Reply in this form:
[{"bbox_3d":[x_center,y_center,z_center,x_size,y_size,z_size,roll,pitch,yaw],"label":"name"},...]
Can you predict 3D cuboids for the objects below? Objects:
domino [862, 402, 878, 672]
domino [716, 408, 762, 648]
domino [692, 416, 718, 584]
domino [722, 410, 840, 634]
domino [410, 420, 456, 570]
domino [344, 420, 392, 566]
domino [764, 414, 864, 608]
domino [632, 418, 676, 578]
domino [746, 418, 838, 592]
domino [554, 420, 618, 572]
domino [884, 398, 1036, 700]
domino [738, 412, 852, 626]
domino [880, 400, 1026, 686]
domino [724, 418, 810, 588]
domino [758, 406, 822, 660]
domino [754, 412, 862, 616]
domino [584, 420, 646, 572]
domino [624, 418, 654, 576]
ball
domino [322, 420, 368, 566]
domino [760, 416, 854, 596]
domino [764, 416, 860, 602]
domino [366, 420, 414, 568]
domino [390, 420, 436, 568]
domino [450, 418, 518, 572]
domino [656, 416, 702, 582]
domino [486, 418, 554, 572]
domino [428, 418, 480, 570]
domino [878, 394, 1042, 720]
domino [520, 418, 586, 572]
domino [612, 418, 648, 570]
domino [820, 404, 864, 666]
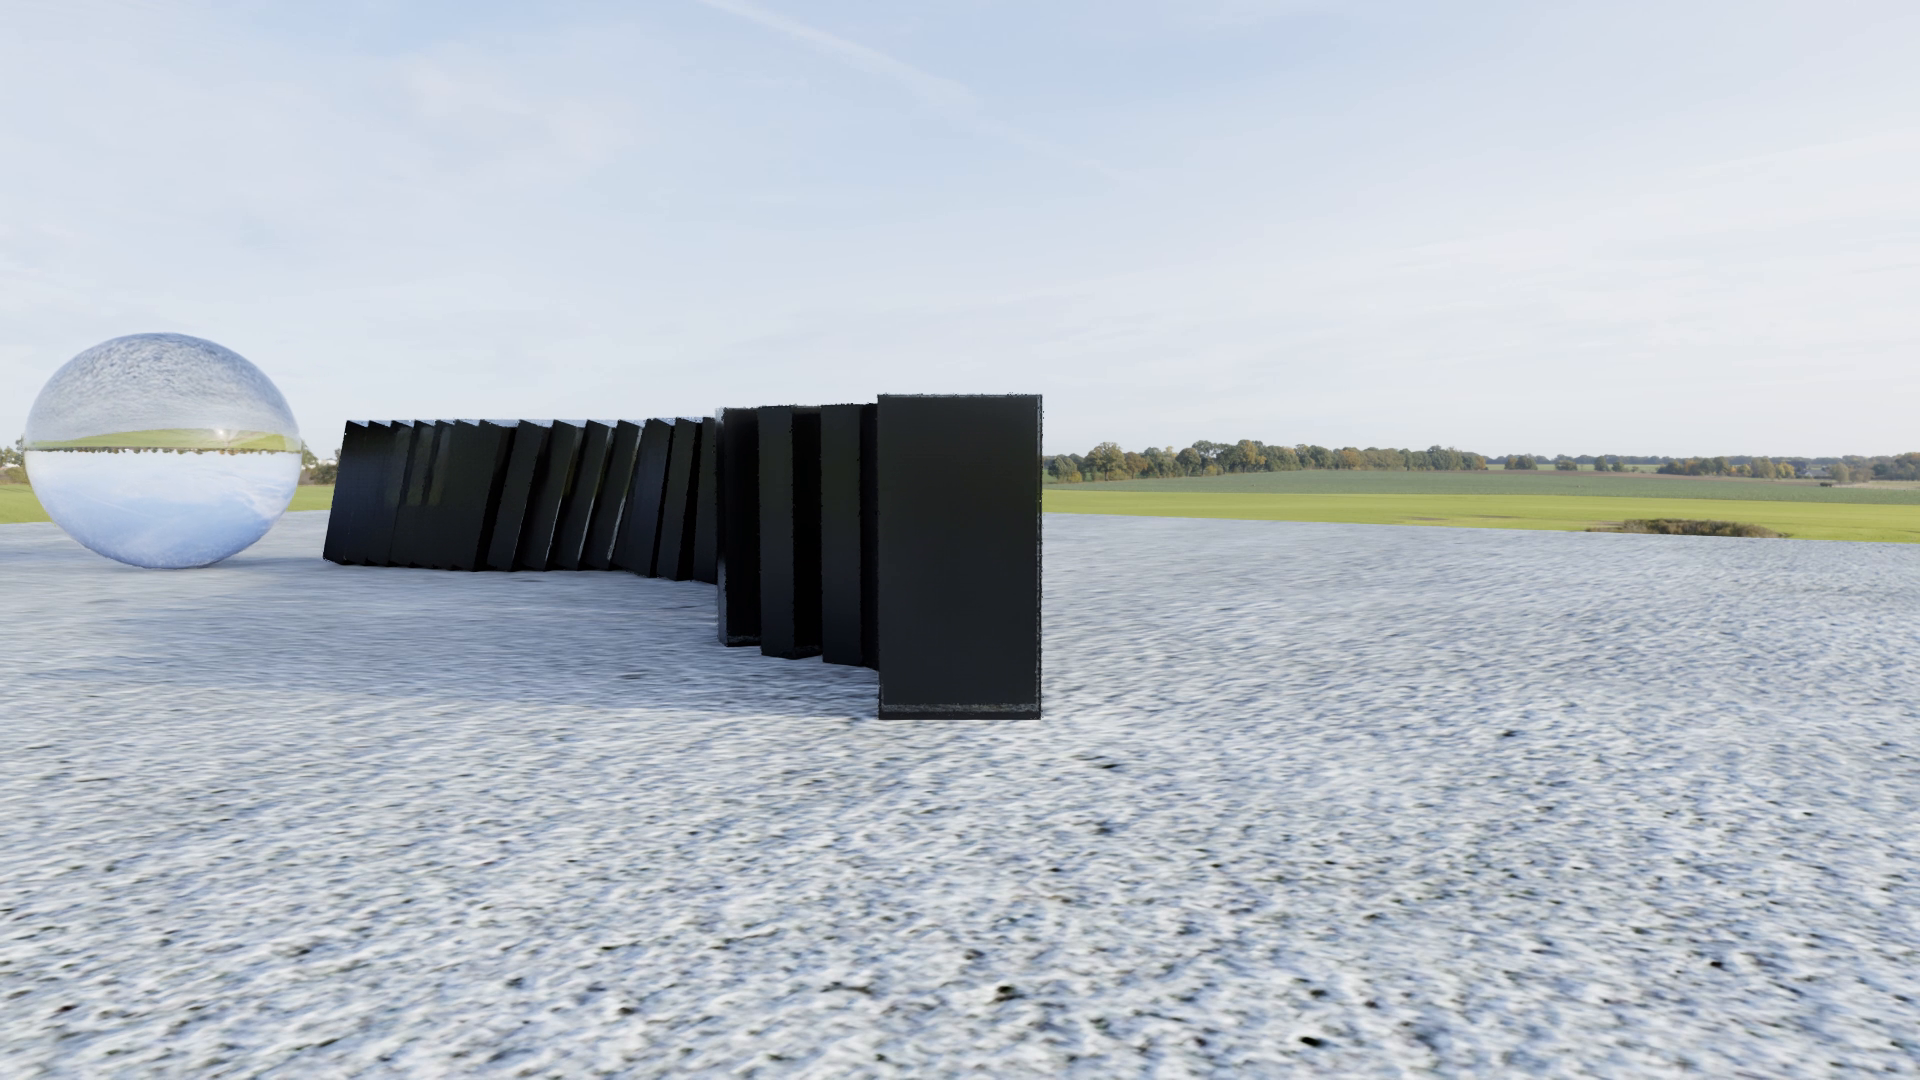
[{"bbox_3d":[-0.005,-0.001,0.246,0.025,0.050,0.010,-2,5,-28],"label":"domino"},{"bbox_3d":[-0.039,-0.003,0.275,0.025,0.050,0.009,-2,5,-21],"label":"domino"},{"bbox_3d":[-0.069,-0.013,0.398,0.009,0.050,0.025,10,9,33],"label":"domino"},{"bbox_3d":[-0.040,-0.004,0.290,0.025,0.050,0.010,0,4,1],"label":"domino"},{"bbox_3d":[-0.173,-0.016,0.444,0.009,0.050,0.025,18,10,18],"label":"domino"},{"bbox_3d":[-0.201,-0.017,0.455,0.009,0.050,0.025,18,10,18],"label":"domino"},{"bbox_3d":[-0.038,-0.008,0.336,0.025,0.050,0.009,-1,4,-7],"label":"domino"},{"bbox_3d":[-0.089,-0.014,0.413,0.010,0.050,0.025,23,18,38],"label":"domino"},{"bbox_3d":[-0.049,-0.011,0.379,0.025,0.050,0.009,-2,5,-29],"label":"domino"},{"bbox_3d":[-0.122,-0.016,0.438,0.010,0.050,0.025,18,8,13],"label":"domino"},{"bbox_3d":[0.000,0.001,0.216,0.025,0.050,0.009,0,4,-2],"label":"domino"},{"bbox_3d":[-0.039,-0.005,0.305,0.025,0.050,0.009,0,4,6],"label":"domino"},{"bbox_3d":[-0.001,0.000,0.231,0.025,0.050,0.009,-1,4,-8],"label":"domino"},{"bbox_3d":[-0.059,-0.012,0.390,0.009,0.050,0.025,6,7,40],"label":"domino"},{"bbox_3d":[-0.029,-0.002,0.264,0.009,0.050,0.025,3,5,38],"label":"domino"},{"bbox_3d":[-0.038,-0.006,0.320,0.025,0.050,0.009,0,4,4],"label":"domino"},{"bbox_3d":[-0.112,-0.016,0.438,0.009,0.050,0.025,18,8,13],"label":"domino"},{"bbox_3d":[-0.094,-0.015,0.423,0.010,0.050,0.025,22,16,33],"label":"domino"},{"bbox_3d":[-0.267,-0.030,0.433,0.080,0.080,0.080,0,4,0],"label":"ball"},{"bbox_3d":[-0.210,-0.017,0.458,0.009,0.050,0.025,18,10,18],"label":"domino"},{"bbox_3d":[-0.044,-0.010,0.365,0.025,0.050,0.010,-1,4,-17],"label":"domino"},{"bbox_3d":[-0.040,-0.009,0.351,0.025,0.050,0.010,-1,4,-10],"label":"domino"},{"bbox_3d":[-0.191,-0.017,0.451,0.010,0.050,0.025,18,10,18],"label":"domino"},{"bbox_3d":[-0.182,-0.016,0.448,0.010,0.050,0.025,18,10,18],"label":"domino"},{"bbox_3d":[-0.155,-0.015,0.434,0.010,0.050,0.025,18,10,18],"label":"domino"},{"bbox_3d":[-0.080,-0.013,0.404,0.009,0.050,0.025,18,14,35],"label":"domino"},{"bbox_3d":[-0.144,-0.015,0.435,0.010,0.050,0.025,18,8,13],"label":"domino"},{"bbox_3d":[-0.164,-0.016,0.439,0.009,0.050,0.025,18,10,18],"label":"domino"},{"bbox_3d":[0.000,0.002,0.201,0.025,0.050,0.009,0,4,0],"label":"domino"},{"bbox_3d":[-0.133,-0.016,0.436,0.010,0.050,0.025,18,8,13],"label":"domino"},{"bbox_3d":[-0.102,-0.015,0.436,0.009,0.050,0.025,18,9,14],"label":"domino"},{"bbox_3d":[-0.016,-0.002,0.256,0.009,0.050,0.025,3,5,33],"label":"domino"}]
